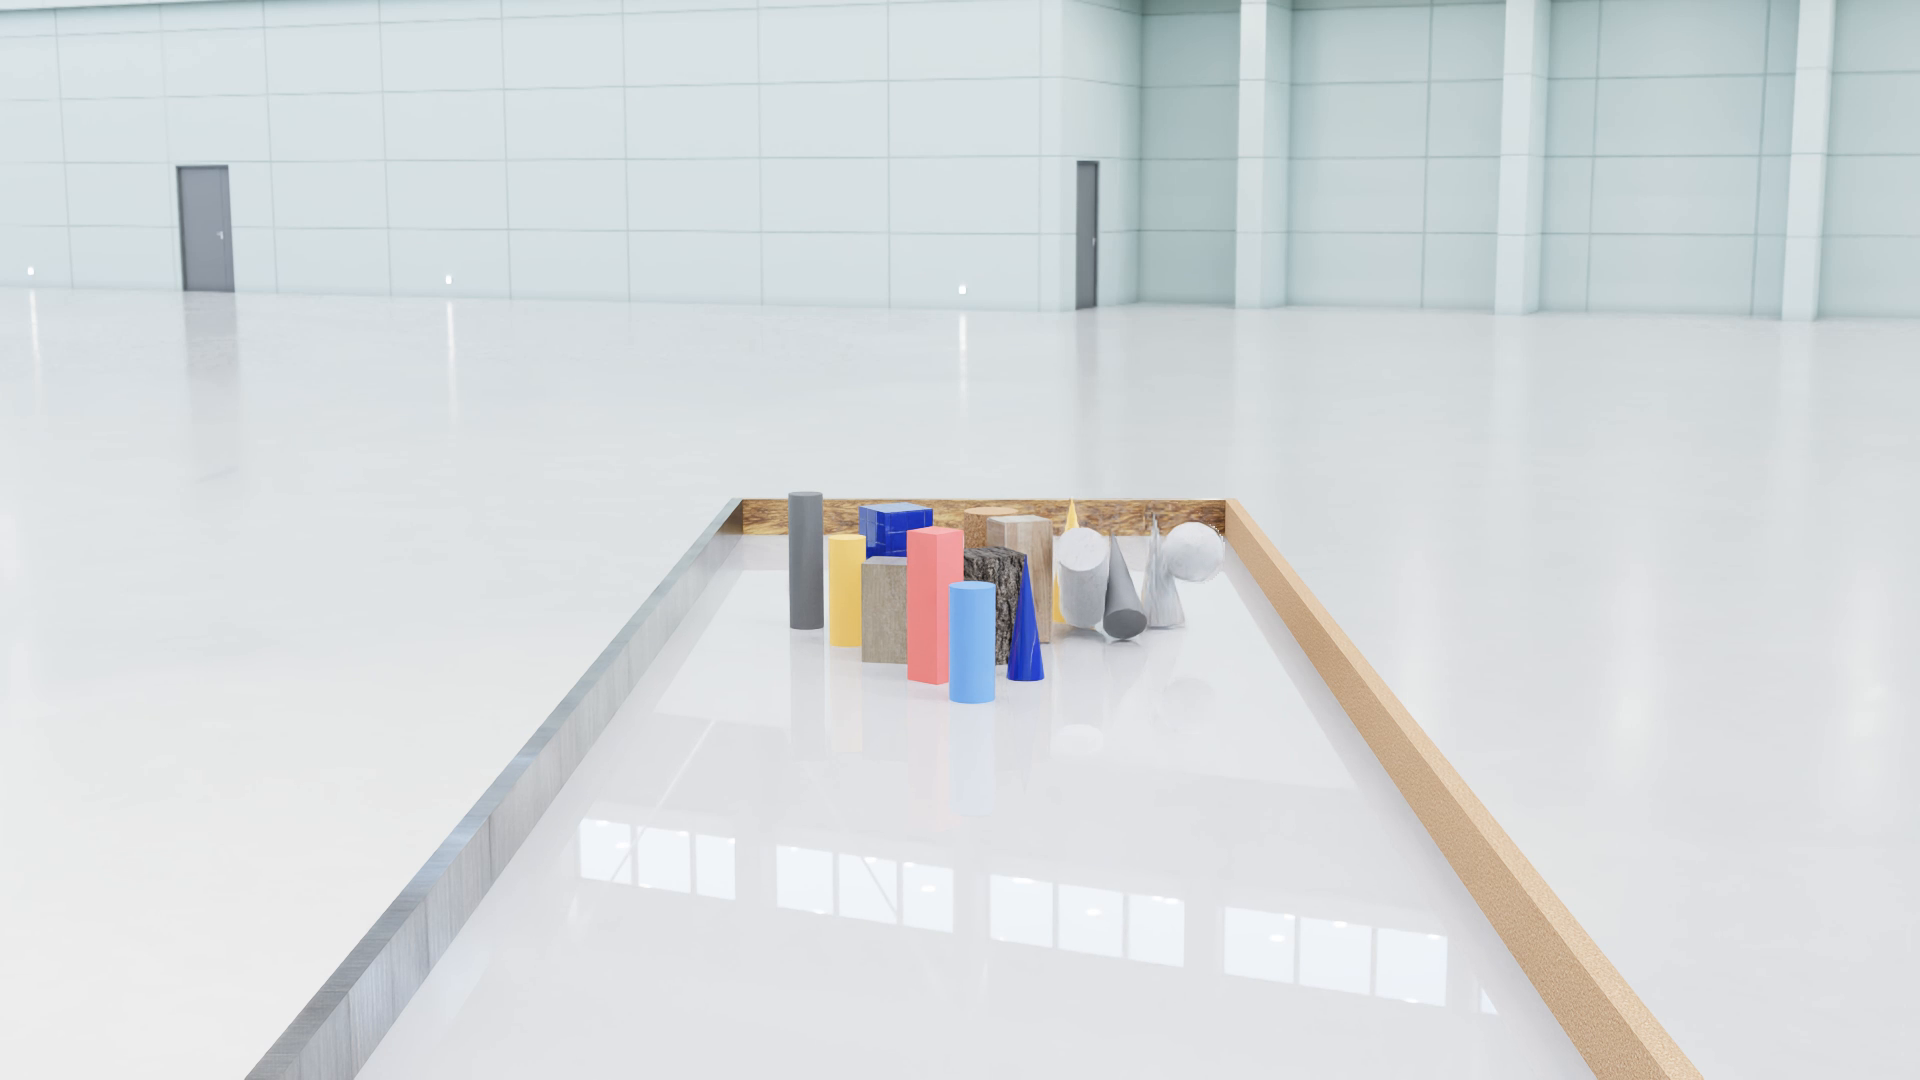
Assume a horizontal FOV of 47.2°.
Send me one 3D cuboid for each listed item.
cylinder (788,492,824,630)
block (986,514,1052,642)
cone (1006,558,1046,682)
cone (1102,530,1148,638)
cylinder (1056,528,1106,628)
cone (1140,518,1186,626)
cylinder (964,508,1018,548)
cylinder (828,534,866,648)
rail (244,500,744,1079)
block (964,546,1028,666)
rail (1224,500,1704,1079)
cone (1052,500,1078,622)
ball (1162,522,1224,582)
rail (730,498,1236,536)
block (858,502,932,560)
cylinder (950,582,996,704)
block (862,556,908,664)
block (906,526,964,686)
[{"bbox_3d":[-0.502,0.067,7.183,0.113,0.440,0.113,0,9,0],"label":"cylinder"},{"bbox_3d":[0.189,0.124,6.976,0.159,0.386,0.159,-3,8,-20],"label":"block"},{"bbox_3d":[0.192,0.221,6.434,0.116,0.370,0.116,0,9,0],"label":"cone"},{"bbox_3d":[0.513,0.116,7.114,0.141,0.141,0.423,0,45,-3],"label":"cone"},{"bbox_3d":[0.392,0.124,7.055,0.156,0.156,0.401,1,-28,5],"label":"cylinder"},{"bbox_3d":[0.649,0.095,7.220,0.167,0.358,0.167,-4,5,0],"label":"cone"},{"bbox_3d":[0.101,0.095,7.186,0.176,0.384,0.176,0,9,0],"label":"cylinder"},{"bbox_3d":[-0.354,0.159,6.922,0.117,0.340,0.117,0,9,0],"label":"cylinder"},{"bbox_3d":[-1.004,0.839,3.234,0.050,0.150,12.000,0,9,1],"label":"rail"},{"bbox_3d":[0.084,0.201,6.684,0.180,0.331,0.180,-4,10,-23],"label":"block"},{"bbox_3d":[1.046,0.843,3.208,0.050,0.150,12.000,0,9,1],"label":"rail"},{"bbox_3d":[0.373,0.056,7.347,0.175,0.409,0.175,0,9,0],"label":"cone"},{"bbox_3d":[0.755,0.040,7.137,0.198,0.198,0.198,0,9,0],"label":"ball"},{"bbox_3d":[0.099,-0.098,9.147,2.100,0.150,0.050,0,9,1],"label":"rail"},{"bbox_3d":[-0.209,0.089,7.183,0.177,0.395,0.177,-5,10,-31],"label":"block"},{"bbox_3d":[0.034,0.286,6.168,0.130,0.324,0.130,0,9,0],"label":"cylinder"},{"bbox_3d":[-0.213,0.212,6.702,0.144,0.303,0.144,2,9,12],"label":"block"},{"bbox_3d":[-0.072,0.190,6.406,0.116,0.440,0.116,8,12,40],"label":"block"}]
